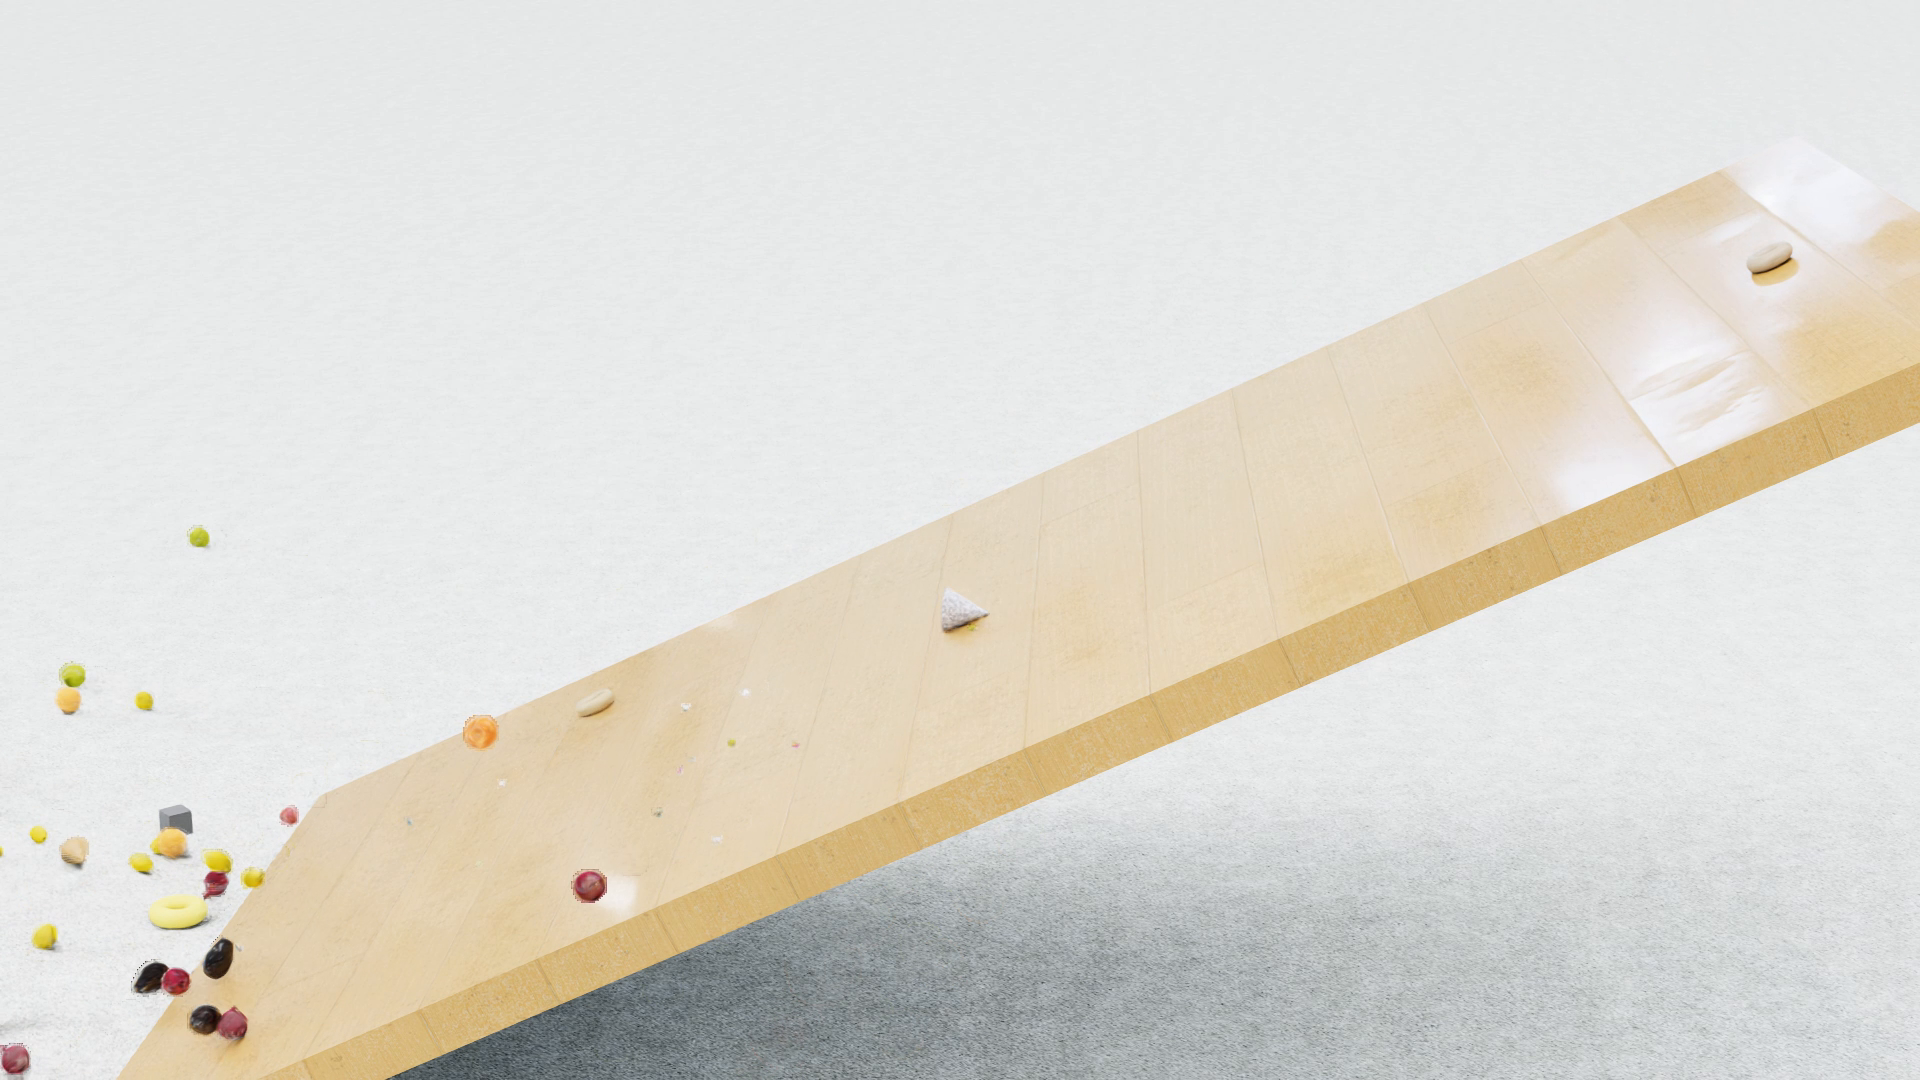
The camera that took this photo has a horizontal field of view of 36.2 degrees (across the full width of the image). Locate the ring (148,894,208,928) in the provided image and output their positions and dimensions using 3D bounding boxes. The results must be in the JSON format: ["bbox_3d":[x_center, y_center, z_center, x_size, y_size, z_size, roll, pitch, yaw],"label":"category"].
[{"bbox_3d":[-1.859,0.883,6.995,0.137,0.046,0.137,1,16,0],"label":"ring"}]

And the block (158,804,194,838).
[{"bbox_3d":[-2.009,0.721,7.537,0.062,0.062,0.062,-13,20,-38],"label":"block"}]

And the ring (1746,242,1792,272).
[{"bbox_3d":[1.651,-0.577,5.998,0.098,0.033,0.098,-28,11,6],"label":"ring"}]

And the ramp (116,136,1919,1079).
[{"bbox_3d":[0.136,0.169,6.282,4.000,0.100,2.000,-24,13,9],"label":"ramp"}]

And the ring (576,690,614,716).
[{"bbox_3d":[-0.877,0.391,7.050,0.099,0.033,0.099,-24,14,7],"label":"ring"}]
